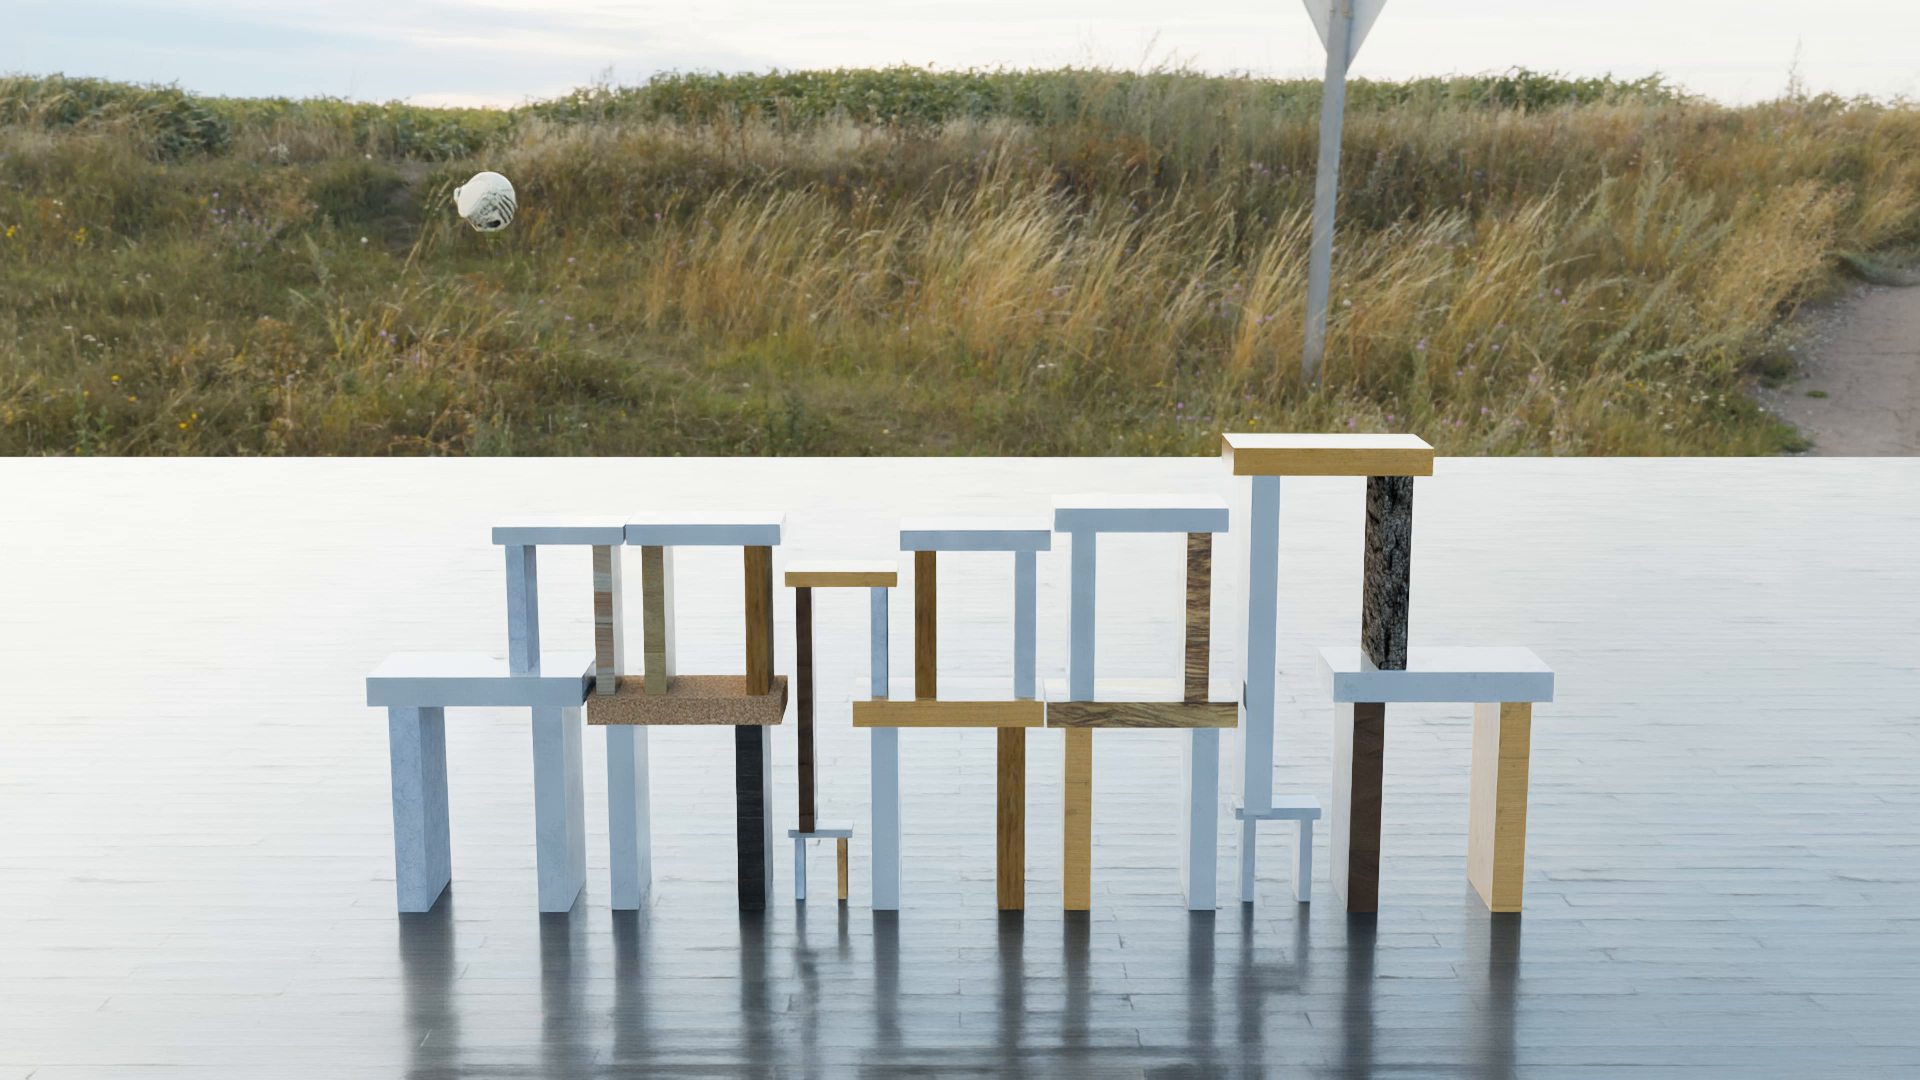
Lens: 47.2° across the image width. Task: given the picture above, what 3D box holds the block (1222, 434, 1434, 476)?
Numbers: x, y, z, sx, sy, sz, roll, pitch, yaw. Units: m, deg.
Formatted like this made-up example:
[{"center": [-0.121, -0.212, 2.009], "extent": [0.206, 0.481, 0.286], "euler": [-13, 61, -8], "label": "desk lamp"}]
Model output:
[{"center": [0.588, -0.138, 3.539], "extent": [0.315, 0.045, 0.158], "euler": [0, 11, 0], "label": "block"}]

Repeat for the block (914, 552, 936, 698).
[{"center": [-0.056, 0.125, 3.587], "extent": [0.034, 0.241, 0.121], "euler": [0, 11, 0], "label": "block"}]

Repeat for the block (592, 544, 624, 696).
[{"center": [-0.572, 0.120, 3.578], "extent": [0.030, 0.247, 0.104], "euler": [0, 11, 0], "label": "block"}]

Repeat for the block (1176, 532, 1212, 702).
[{"center": [0.380, 0.111, 3.575], "extent": [0.039, 0.275, 0.138], "euler": [0, 11, 0], "label": "block"}]

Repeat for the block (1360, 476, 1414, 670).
[{"center": [0.693, 0.039, 3.572], "extent": [0.045, 0.315, 0.158], "euler": [0, 11, 0], "label": "block"}]

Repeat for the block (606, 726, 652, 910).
[{"center": [-0.548, 0.437, 3.642], "extent": [0.044, 0.311, 0.156], "euler": [0, 11, 0], "label": "block"}]

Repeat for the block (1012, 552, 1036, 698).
[{"center": [0.105, 0.125, 3.587], "extent": [0.034, 0.241, 0.121], "euler": [0, 11, 0], "label": "block"}]

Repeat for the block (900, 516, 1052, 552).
[{"center": [0.025, -0.010, 3.562], "extent": [0.241, 0.034, 0.121], "euler": [0, 11, 0], "label": "block"}]

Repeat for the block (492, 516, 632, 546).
[{"center": [-0.641, -0.016, 3.553], "extent": [0.209, 0.030, 0.104], "euler": [0, 11, 0], "label": "block"}]

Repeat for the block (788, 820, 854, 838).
[{"center": [-0.231, 0.479, 3.649], "extent": [0.105, 0.015, 0.053], "euler": [0, 11, 0], "label": "block"}]

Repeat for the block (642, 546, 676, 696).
[{"center": [-0.491, 0.119, 3.587], "extent": [0.035, 0.246, 0.123], "euler": [0, 11, 0], "label": "block"}]

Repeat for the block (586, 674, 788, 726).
[{"center": [-0.444, 0.262, 3.610], "extent": [0.311, 0.044, 0.156], "euler": [0, 11, 0], "label": "block"}]

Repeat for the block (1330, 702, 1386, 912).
[{"center": [0.656, 0.417, 3.638], "extent": [0.050, 0.352, 0.176], "euler": [0, 11, 0], "label": "block"}]

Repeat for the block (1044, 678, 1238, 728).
[{"center": [0.293, 0.267, 3.608], "extent": [0.307, 0.043, 0.153], "euler": [0, 11, 0], "label": "block"}]

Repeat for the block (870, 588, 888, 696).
[{"center": [-0.131, 0.156, 3.589], "extent": [0.026, 0.180, 0.090], "euler": [0, 11, 0], "label": "block"}]

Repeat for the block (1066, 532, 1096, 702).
[{"center": [0.196, 0.111, 3.575], "extent": [0.039, 0.275, 0.138], "euler": [0, 11, 0], "label": "block"}]

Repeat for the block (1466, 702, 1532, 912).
[{"center": [0.891, 0.417, 3.638], "extent": [0.050, 0.352, 0.176], "euler": [0, 11, 0], "label": "block"}]

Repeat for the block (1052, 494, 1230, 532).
[{"center": [0.288, -0.044, 3.547], "extent": [0.275, 0.039, 0.138], "euler": [0, 11, 0], "label": "block"}]

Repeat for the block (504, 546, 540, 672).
[{"center": [-0.711, 0.101, 3.574], "extent": [0.030, 0.209, 0.104], "euler": [0, 11, 0], "label": "block"}]

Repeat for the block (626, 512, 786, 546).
[{"center": [-0.409, -0.019, 3.561], "extent": [0.246, 0.035, 0.123], "euler": [0, 11, 0], "label": "block"}]

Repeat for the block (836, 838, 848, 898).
[{"center": [-0.195, 0.538, 3.660], "extent": [0.015, 0.105, 0.053], "euler": [0, 11, 0], "label": "block"}]

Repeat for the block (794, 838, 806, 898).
[{"center": [-0.266, 0.538, 3.660], "extent": [0.015, 0.105, 0.053], "euler": [0, 11, 0], "label": "block"}]

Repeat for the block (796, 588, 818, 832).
[{"center": [-0.251, 0.270, 3.610], "extent": [0.026, 0.411, 0.090], "euler": [0, 11, 0], "label": "block"}]

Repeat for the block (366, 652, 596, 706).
[{"center": [-0.777, 0.227, 3.601], "extent": [0.345, 0.049, 0.172], "euler": [0, 11, 0], "label": "block"}]

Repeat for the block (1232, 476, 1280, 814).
[{"center": [0.483, 0.158, 3.594], "extent": [0.045, 0.556, 0.158], "euler": [0, 11, 0], "label": "block"}]

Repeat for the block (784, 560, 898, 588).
[{"center": [-0.191, 0.055, 3.570], "extent": [0.180, 0.026, 0.090], "euler": [0, 11, 0], "label": "block"}]

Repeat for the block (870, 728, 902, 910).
[{"center": [-0.121, 0.439, 3.641], "extent": [0.044, 0.308, 0.154], "euler": [0, 11, 0], "label": "block"}]

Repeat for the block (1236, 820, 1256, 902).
[{"center": [0.475, 0.521, 3.654], "extent": [0.020, 0.140, 0.070], "euler": [0, 11, 0], "label": "block"}]

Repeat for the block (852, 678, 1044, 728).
[{"center": [-0.019, 0.266, 3.609], "extent": [0.308, 0.044, 0.154], "euler": [0, 11, 0], "label": "block"}]

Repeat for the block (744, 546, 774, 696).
[{"center": [-0.327, 0.119, 3.587], "extent": [0.035, 0.246, 0.123], "euler": [0, 11, 0], "label": "block"}]

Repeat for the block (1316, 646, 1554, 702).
[{"center": [0.773, 0.219, 3.602], "extent": [0.352, 0.050, 0.176], "euler": [0, 11, 0], "label": "block"}]

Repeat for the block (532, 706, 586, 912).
[{"center": [-0.662, 0.421, 3.637], "extent": [0.049, 0.345, 0.172], "euler": [0, 11, 0], "label": "block"}]

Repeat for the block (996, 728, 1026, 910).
[{"center": [0.084, 0.439, 3.641], "extent": [0.044, 0.308, 0.154], "euler": [0, 11, 0], "label": "block"}]

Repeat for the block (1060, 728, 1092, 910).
[{"center": [0.191, 0.439, 3.640], "extent": [0.043, 0.307, 0.153], "euler": [0, 11, 0], "label": "block"}]

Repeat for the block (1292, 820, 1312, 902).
[{"center": [0.569, 0.521, 3.654], "extent": [0.020, 0.140, 0.070], "euler": [0, 11, 0], "label": "block"}]

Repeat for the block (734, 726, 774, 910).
[{"center": [-0.340, 0.437, 3.642], "extent": [0.044, 0.311, 0.156], "euler": [0, 11, 0], "label": "block"}]

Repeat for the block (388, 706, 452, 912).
[{"center": [-0.892, 0.421, 3.637], "extent": [0.049, 0.345, 0.172], "euler": [0, 11, 0], "label": "block"}]

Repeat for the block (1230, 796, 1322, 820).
[{"center": [0.522, 0.443, 3.639], "extent": [0.140, 0.020, 0.070], "euler": [0, 11, 0], "label": "block"}]

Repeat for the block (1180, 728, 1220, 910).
[{"center": [0.396, 0.439, 3.640], "extent": [0.043, 0.307, 0.153], "euler": [0, 11, 0], "label": "block"}]
